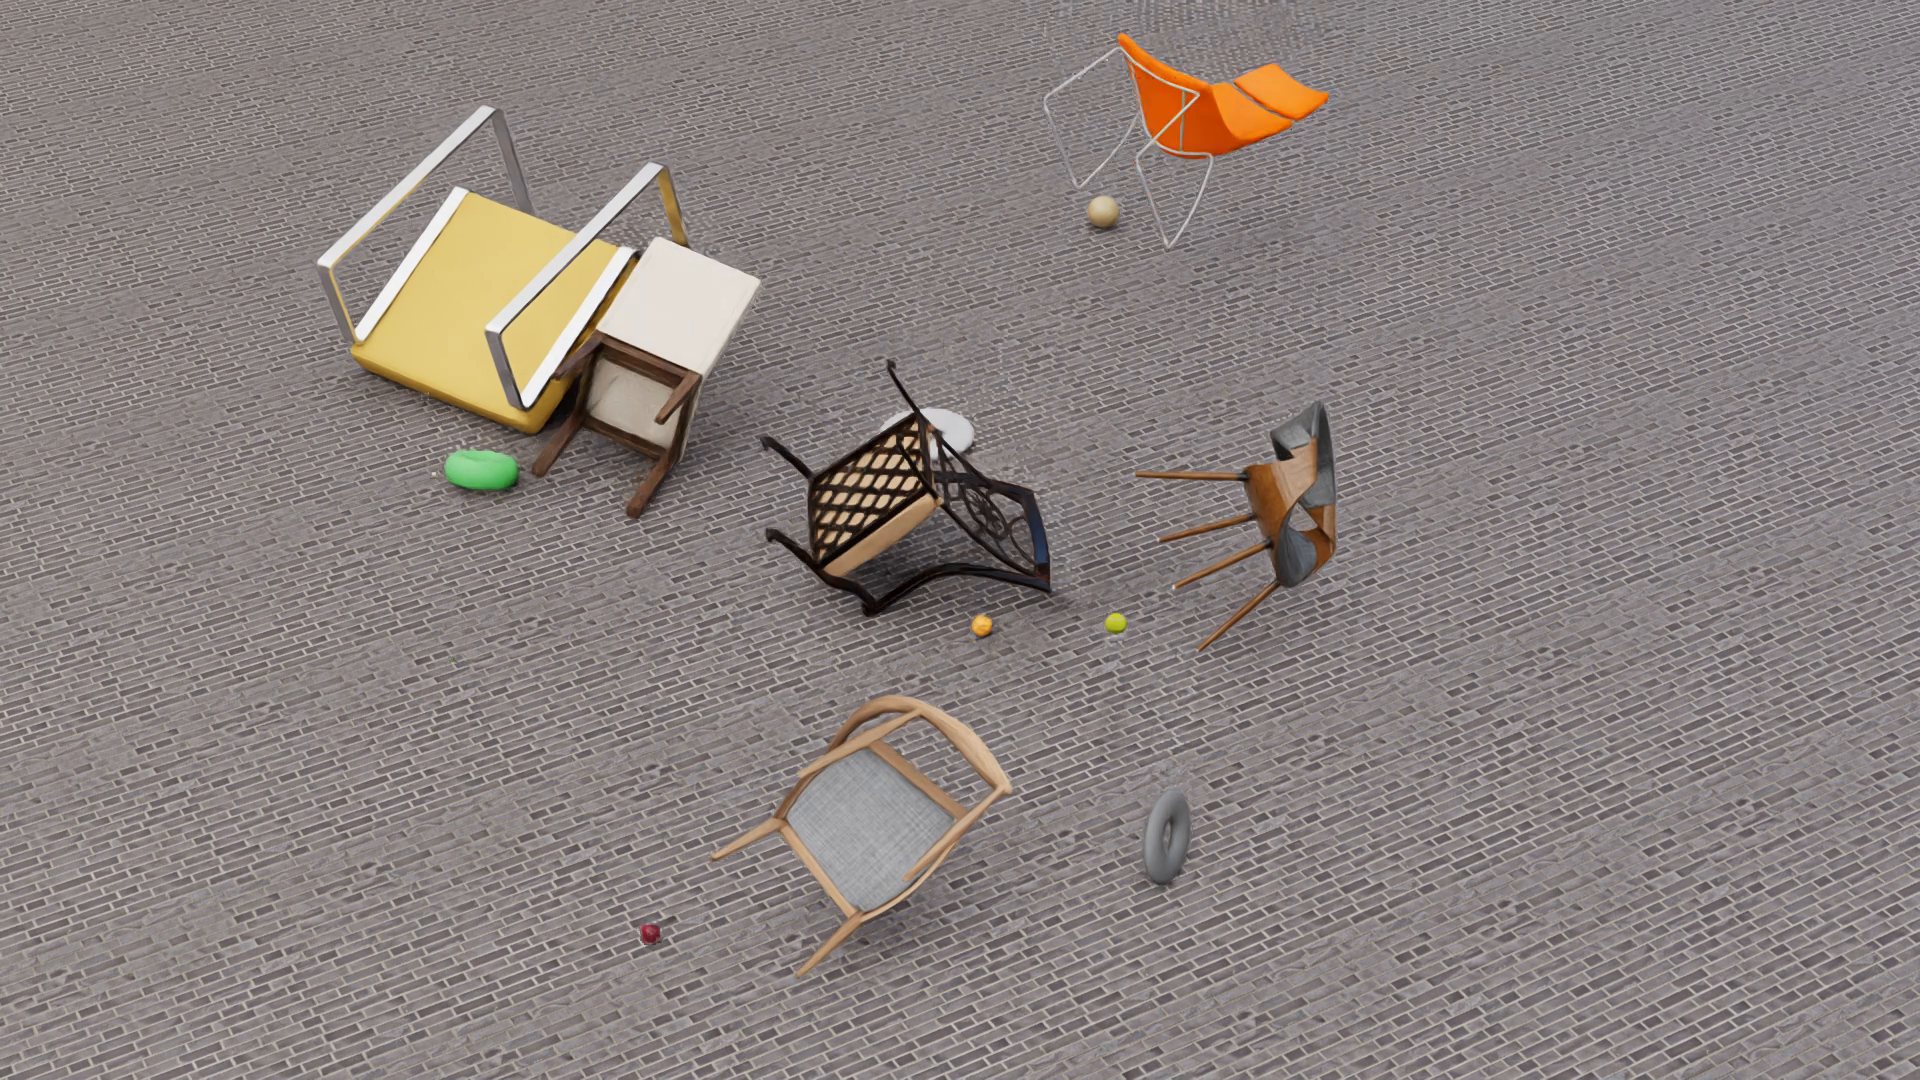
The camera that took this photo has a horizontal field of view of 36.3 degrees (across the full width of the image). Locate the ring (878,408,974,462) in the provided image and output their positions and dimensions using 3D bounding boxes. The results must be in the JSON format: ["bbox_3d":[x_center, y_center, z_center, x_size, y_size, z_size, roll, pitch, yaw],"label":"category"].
[{"bbox_3d":[-0.130,-0.415,11.521,0.378,0.059,0.373,-18,38,-26],"label":"ring"}]

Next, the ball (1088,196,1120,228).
[{"bbox_3d":[0.637,-1.459,13.029,0.143,0.143,0.143,0,33,0],"label":"ball"}]

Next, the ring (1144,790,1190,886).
[{"bbox_3d":[0.659,0.945,9.323,0.054,0.226,0.346,-7,43,32],"label":"ring"}]

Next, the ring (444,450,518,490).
[{"bbox_3d":[-1.827,-0.269,11.209,0.282,0.109,0.220,5,17,-13],"label":"ring"}]
